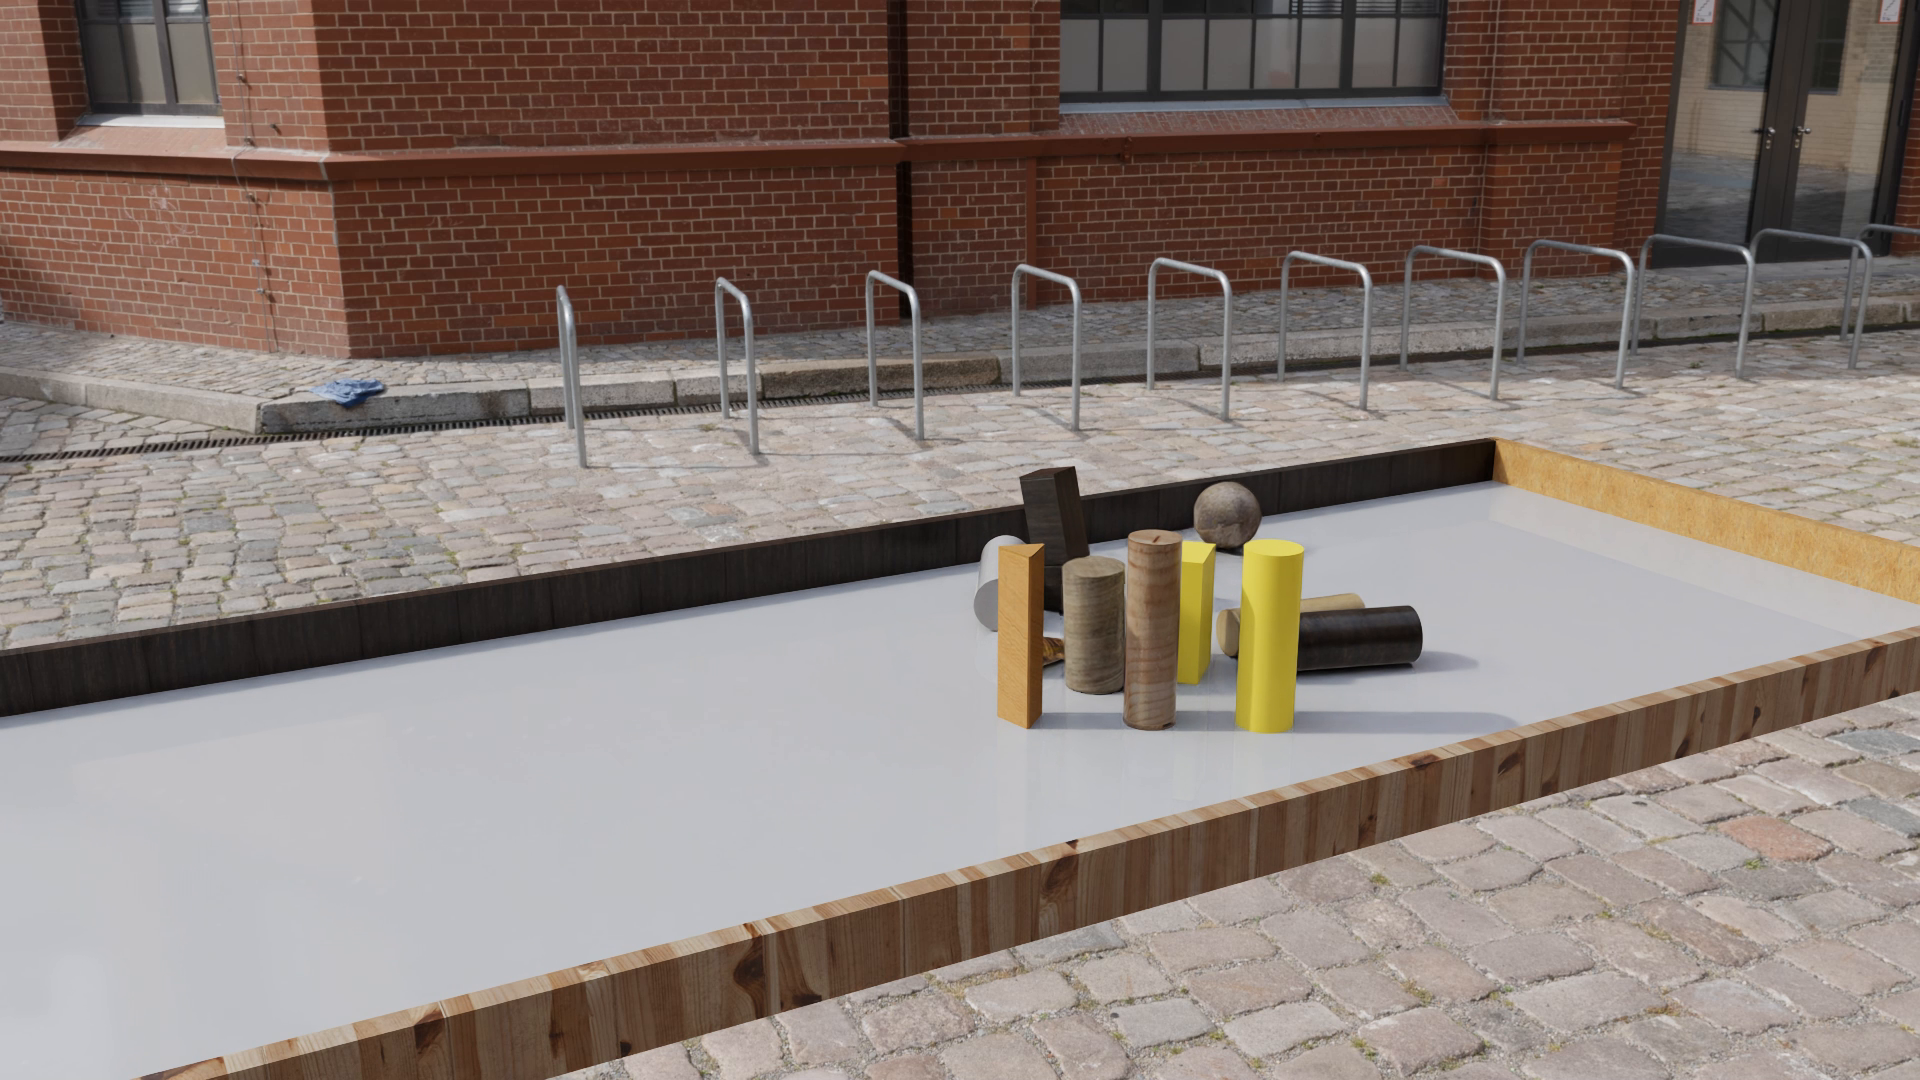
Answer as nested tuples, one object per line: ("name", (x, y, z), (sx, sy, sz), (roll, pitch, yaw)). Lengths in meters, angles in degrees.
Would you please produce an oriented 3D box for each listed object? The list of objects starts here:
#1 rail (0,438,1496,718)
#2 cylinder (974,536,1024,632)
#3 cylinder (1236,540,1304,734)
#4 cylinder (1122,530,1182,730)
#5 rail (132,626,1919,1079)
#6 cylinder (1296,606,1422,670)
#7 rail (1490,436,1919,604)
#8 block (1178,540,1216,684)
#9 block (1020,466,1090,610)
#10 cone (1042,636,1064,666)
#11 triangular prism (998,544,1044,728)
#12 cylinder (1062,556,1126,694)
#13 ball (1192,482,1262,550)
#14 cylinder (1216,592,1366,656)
("rail", (-3.305, 0.497, 3.399), (12.000, 0.150, 0.050), (-9, 18, -27))
("cylinder", (0.125, 0.118, 4.680), (0.153, 0.153, 0.419), (1, 16, 3))
("cylinder", (0.717, 0.223, 3.831), (0.136, 0.430, 0.136), (0, 16, 0))
("cylinder", (0.447, 0.210, 3.838), (0.125, 0.452, 0.125), (0, 16, 0))
("rail", (-2.336, 1.006, 1.665), (12.000, 0.150, 0.050), (-9, 18, -27))
("cylinder", (0.963, 0.254, 4.230), (0.408, 0.148, 0.148), (-3, 17, -11))
("rail", (2.466, -0.048, 5.253), (0.050, 0.150, 2.100), (-9, 18, -27))
("block", (0.538, 0.178, 4.186), (0.177, 0.318, 0.177), (5, 17, 18))
("block", (0.278, -0.005, 4.662), (0.115, 0.385, 0.115), (-3, 11, 37))
("cone", (0.262, 0.283, 4.298), (0.347, 0.107, 0.107), (-3, 14, -42))
("triangular prism", (0.159, 0.220, 3.859), (0.093, 0.422, 0.107), (-14, 21, -39))
("cylinder", (0.333, 0.210, 4.081), (0.153, 0.307, 0.153), (-2, 18, 1))
("ball", (0.847, -0.077, 5.236), (0.215, 0.215, 0.215), (0, 16, 0))
("cylinder", (0.881, 0.223, 4.378), (0.390, 0.123, 0.123), (-6, 18, -20))
